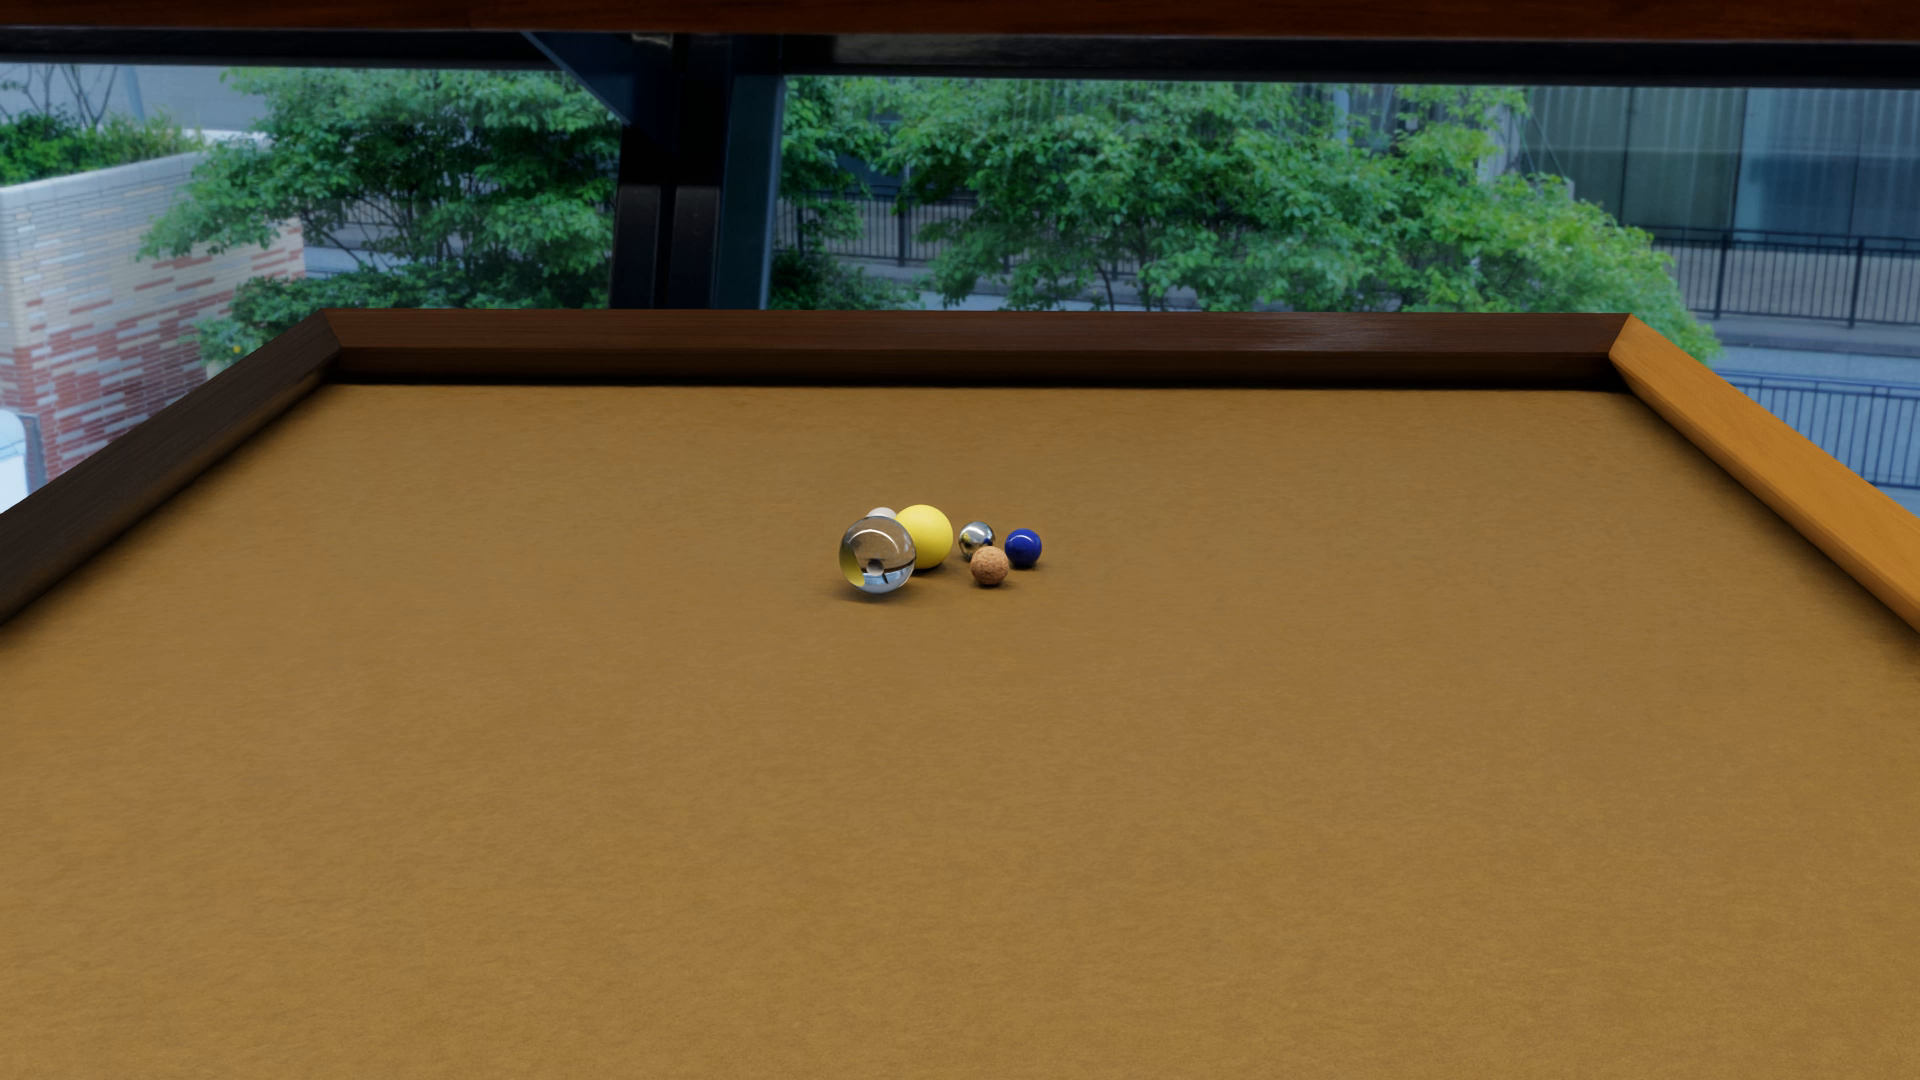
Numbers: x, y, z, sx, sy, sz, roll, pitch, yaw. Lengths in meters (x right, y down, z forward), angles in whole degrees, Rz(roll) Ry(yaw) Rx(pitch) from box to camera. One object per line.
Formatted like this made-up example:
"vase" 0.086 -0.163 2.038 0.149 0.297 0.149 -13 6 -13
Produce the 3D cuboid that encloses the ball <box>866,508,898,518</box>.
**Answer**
"ball" -0.102 -0.018 2.873 0.049 0.049 0.049 0 17 0

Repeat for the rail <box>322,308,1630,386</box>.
"rail" 0.020 -0.324 3.741 2.234 0.124 0.045 0 17 1

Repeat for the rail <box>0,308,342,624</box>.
"rail" -1.114 0.263 1.820 0.045 0.124 4.111 0 17 1

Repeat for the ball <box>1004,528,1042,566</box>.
"ball" 0.080 0.009 2.783 0.048 0.048 0.048 0 17 0

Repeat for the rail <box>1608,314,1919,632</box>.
"rail" 1.072 0.276 1.777 0.045 0.124 4.111 0 17 1

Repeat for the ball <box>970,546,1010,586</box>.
"ball" 0.037 0.032 2.711 0.048 0.048 0.048 0 17 0

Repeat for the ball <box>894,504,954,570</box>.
"ball" -0.049 -0.004 2.768 0.082 0.082 0.082 0 17 0

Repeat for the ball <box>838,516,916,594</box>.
"ball" -0.100 0.018 2.674 0.096 0.096 0.096 0 17 0

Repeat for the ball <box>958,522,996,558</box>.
"ball" 0.022 0.000 2.812 0.049 0.049 0.049 0 17 0
